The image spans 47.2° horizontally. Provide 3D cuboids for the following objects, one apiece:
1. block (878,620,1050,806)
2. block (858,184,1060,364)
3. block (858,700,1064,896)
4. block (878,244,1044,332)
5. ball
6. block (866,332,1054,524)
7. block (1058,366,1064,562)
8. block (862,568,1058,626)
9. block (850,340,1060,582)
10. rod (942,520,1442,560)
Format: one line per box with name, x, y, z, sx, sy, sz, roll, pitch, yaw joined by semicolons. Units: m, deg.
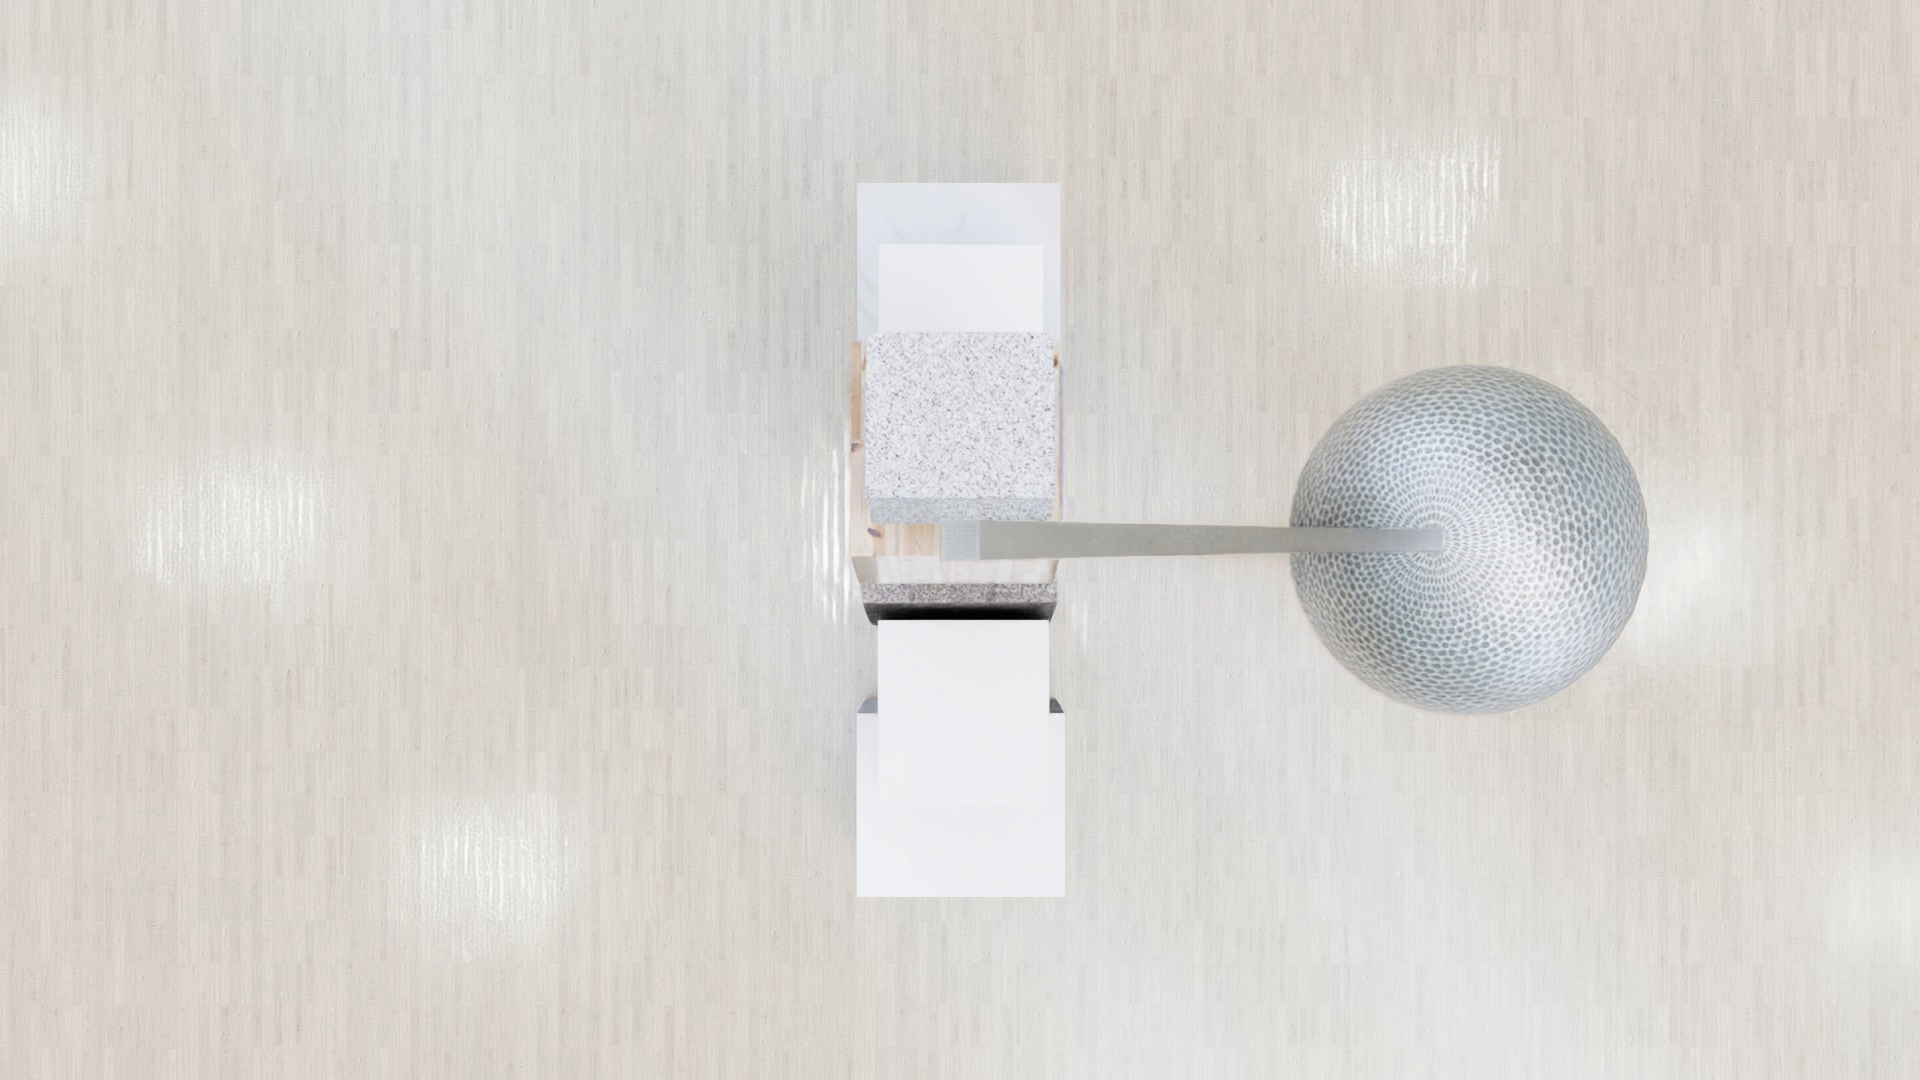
block;0.017;0.896;11.442;0.851;1.009;0.917;0;86;0
block;-0.007;-1.453;12.472;1.102;1.056;0.972;0;90;0
block;0.005;1.440;12.472;1.130;1.055;0.996;0;90;0
block;0.004;-1.095;11.570;0.836;0.748;0.817;0;90;0
ball;2.295;0.000;9.987;1.600;1.600;1.600;0;90;0
block;0.000;-0.451;9.106;0.753;0.648;0.676;0;81;0
block;-0.006;-0.420;12.540;1.148;0.920;1.073;0;90;0
block;-0.002;-0.127;11.448;0.966;1.134;1.033;0;82;0
block;-0.021;-0.332;9.822;0.894;0.803;0.942;0;81;0
rod;0.994;0.000;6.846;0.080;5.200;0.080;0;90;22
